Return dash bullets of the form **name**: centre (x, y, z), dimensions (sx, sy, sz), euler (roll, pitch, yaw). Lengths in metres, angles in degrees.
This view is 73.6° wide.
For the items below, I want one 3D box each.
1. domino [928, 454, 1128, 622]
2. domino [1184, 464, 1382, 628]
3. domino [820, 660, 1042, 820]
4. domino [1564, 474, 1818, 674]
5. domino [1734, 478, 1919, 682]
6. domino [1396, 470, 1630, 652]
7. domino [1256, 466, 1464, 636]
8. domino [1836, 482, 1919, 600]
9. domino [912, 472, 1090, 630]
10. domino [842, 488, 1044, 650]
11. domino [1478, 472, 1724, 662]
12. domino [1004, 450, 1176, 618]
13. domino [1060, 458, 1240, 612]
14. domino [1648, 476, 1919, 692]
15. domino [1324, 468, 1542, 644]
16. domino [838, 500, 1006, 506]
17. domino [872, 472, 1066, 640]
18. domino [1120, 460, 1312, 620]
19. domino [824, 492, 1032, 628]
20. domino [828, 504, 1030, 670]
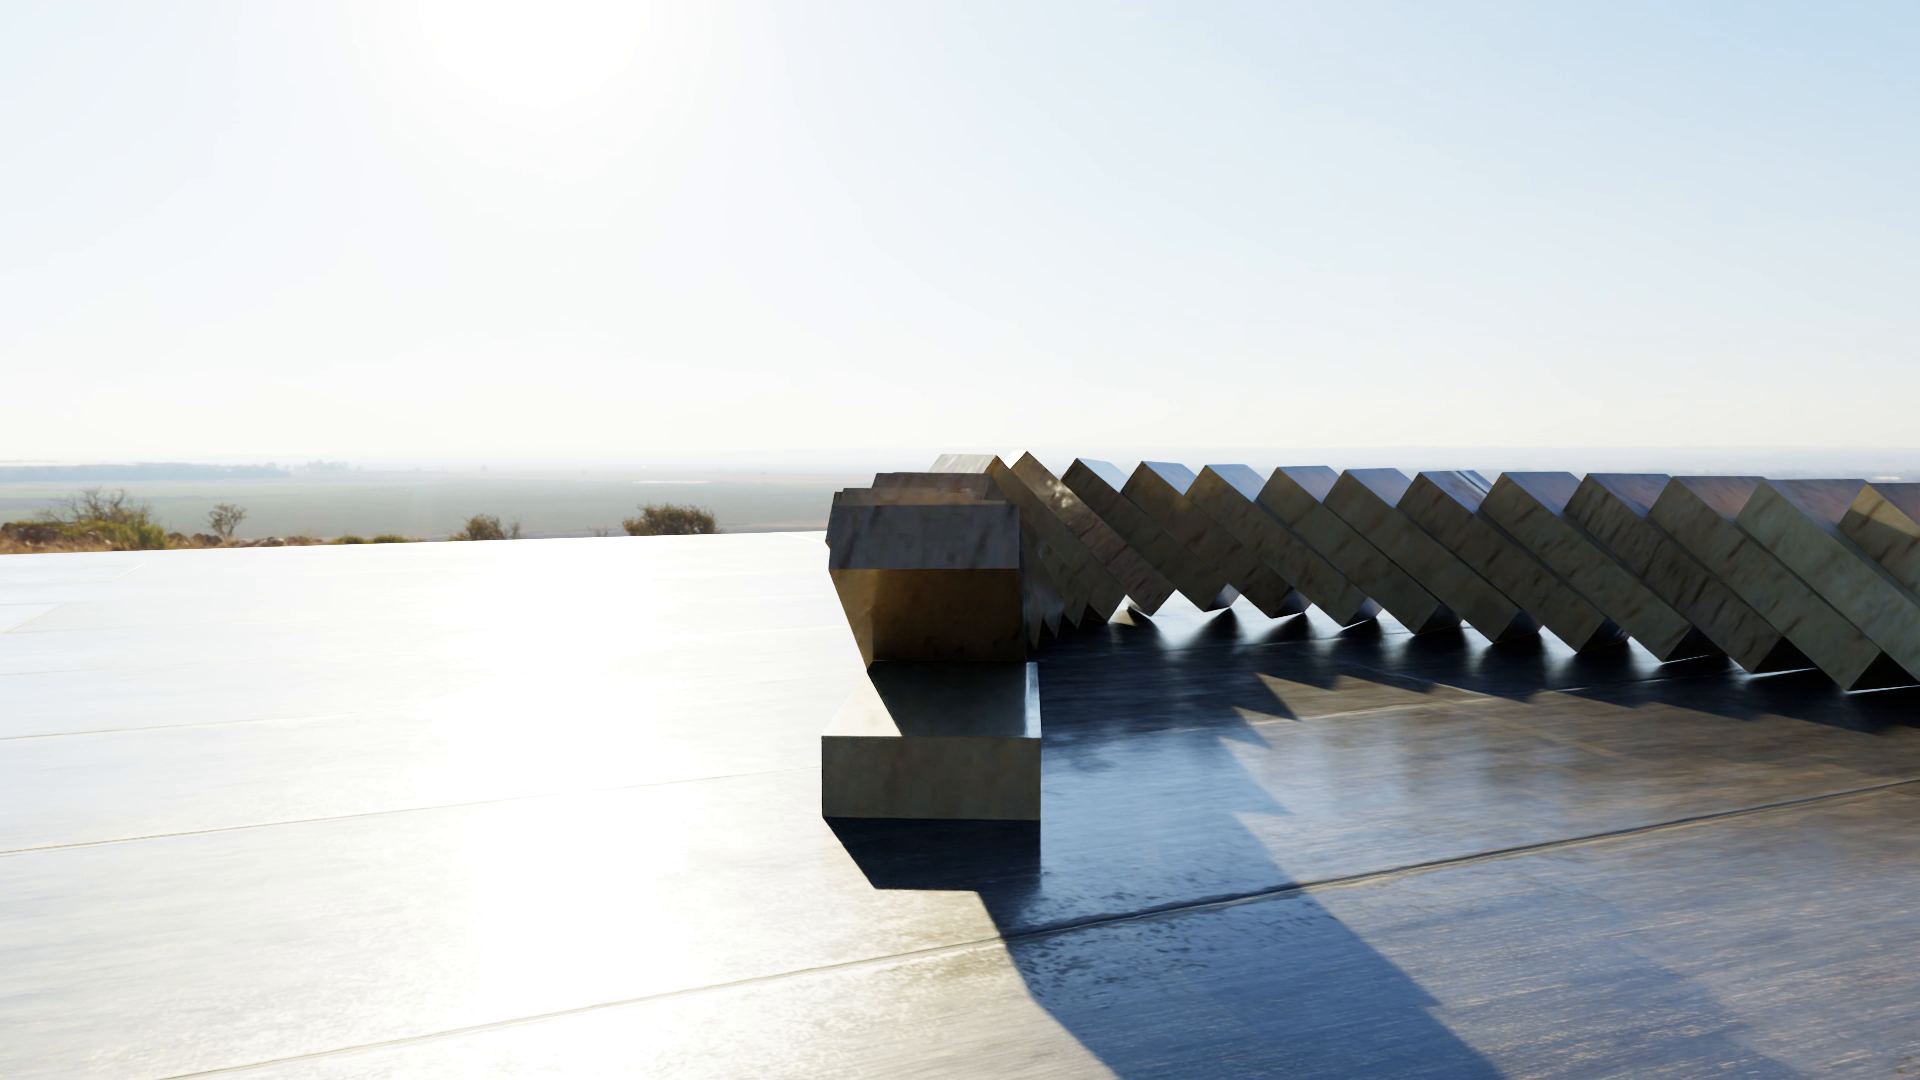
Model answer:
- **domino**: centre (0.015, -0.001, 0.307), dimensions (0.050, 0.009, 0.025), euler (44, -18, -25)
- **domino**: centre (0.081, 0.000, 0.314), dimensions (0.050, 0.009, 0.025), euler (44, 25, 25)
- **domino**: centre (-0.002, 0.025, 0.170), dimensions (0.025, 0.010, 0.050), euler (0, 4, 3)
- **domino**: centre (0.148, 0.005, 0.255), dimensions (0.025, 0.010, 0.050), euler (-1, 39, -26)
- **domino**: centre (0.164, 0.008, 0.223), dimensions (0.025, 0.010, 0.050), euler (-1, 39, -17)
- **domino**: centre (0.123, 0.003, 0.281), dimensions (0.025, 0.010, 0.050), euler (-4, 40, -41)
- **domino**: centre (0.097, 0.001, 0.305), dimensions (0.025, 0.009, 0.050), euler (-5, 42, -47)
- **domino**: centre (0.171, 0.009, 0.206), dimensions (0.025, 0.010, 0.050), euler (-1, 38, -12)
- **domino**: centre (0.006, 0.003, 0.287), dimensions (0.025, 0.009, 0.050), euler (3, -30, 38)
- **domino**: centre (-0.003, 0.007, 0.250), dimensions (0.025, 0.009, 0.050), euler (1, -27, 21)
- **domino**: centre (0.137, 0.004, 0.269), dimensions (0.025, 0.010, 0.050), euler (-2, 40, -34)
- **domino**: centre (0.030, -0.002, 0.322), dimensions (0.050, 0.010, 0.025), euler (42, -1, -6)
- **domino**: centre (0.050, -0.002, 0.331), dimensions (0.050, 0.009, 0.025), euler (42, 18, 20)
- **domino**: centre (0.157, 0.006, 0.239), dimensions (0.025, 0.009, 0.050), euler (-1, 39, -21)
- **domino**: centre (0.110, 0.002, 0.293), dimensions (0.025, 0.009, 0.050), euler (-4, 41, -45)
- **domino**: centre (-0.004, 0.010, 0.210), dimensions (0.025, 0.010, 0.050), euler (1, -27, 7)
- **domino**: centre (0.002, 0.004, 0.268), dimensions (0.025, 0.009, 0.050), euler (2, -31, 25)
- **domino**: centre (0.066, -0.001, 0.323), dimensions (0.050, 0.010, 0.025), euler (44, 23, 25)
- **domino**: centre (-0.004, 0.008, 0.230), dimensions (0.025, 0.009, 0.050), euler (1, -28, 15)
- **domino**: centre (-0.003, 0.011, 0.191), dimensions (0.025, 0.010, 0.050), euler (0, -27, 5)
